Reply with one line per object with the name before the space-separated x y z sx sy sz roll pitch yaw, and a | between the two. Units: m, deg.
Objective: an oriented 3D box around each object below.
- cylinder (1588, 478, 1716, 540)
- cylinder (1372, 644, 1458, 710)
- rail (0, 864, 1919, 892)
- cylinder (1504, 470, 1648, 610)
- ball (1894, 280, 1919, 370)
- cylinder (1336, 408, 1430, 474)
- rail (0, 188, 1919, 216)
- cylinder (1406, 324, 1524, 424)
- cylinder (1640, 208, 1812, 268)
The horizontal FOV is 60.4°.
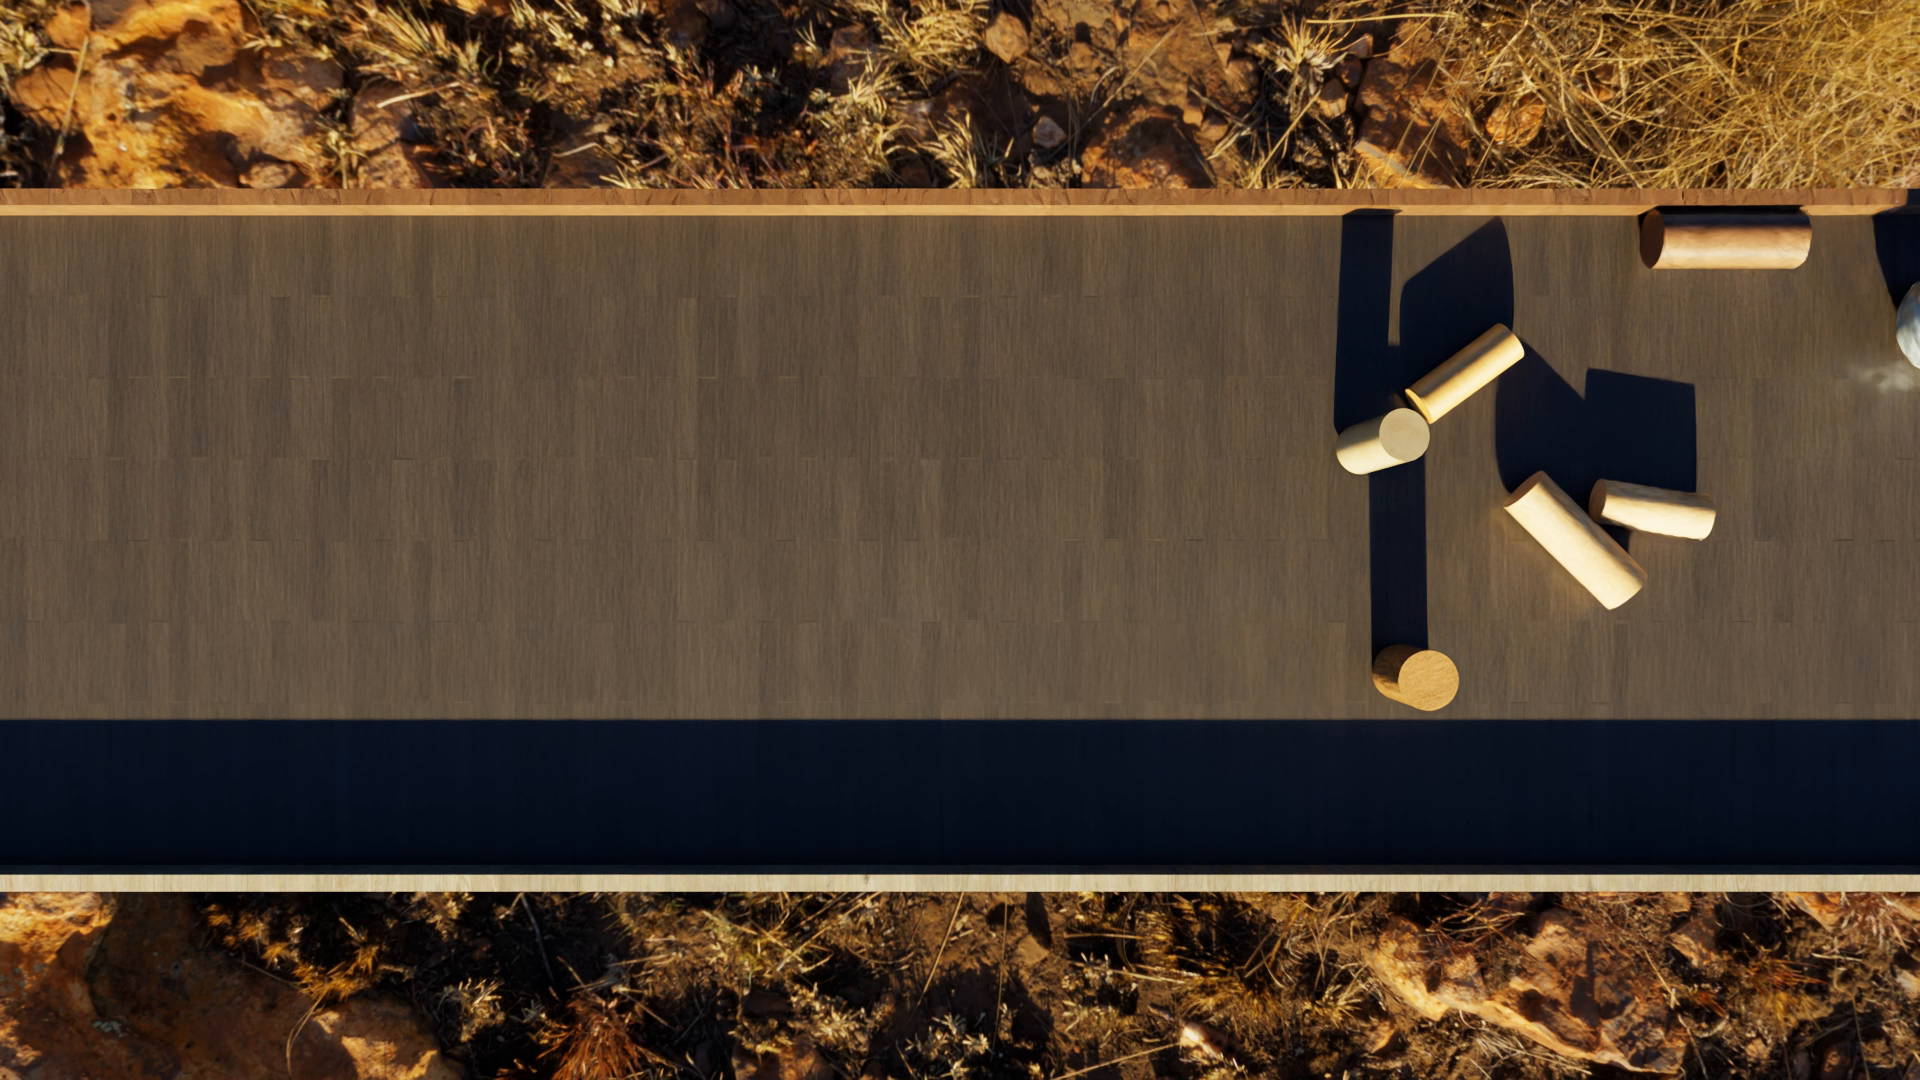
cylinder | 2.099 -0.093 5.009 0.330 0.135 0.135 9 90 0
cylinder | 1.355 0.406 4.923 0.174 0.308 0.174 0 90 0
rail | -2.247 1.025 5.001 12.000 0.150 0.050 0 90 0
cylinder | 1.864 0.000 4.998 0.438 0.158 0.158 45 90 0
ball | 2.979 -0.648 4.902 0.348 0.348 0.348 0 90 0
cylinder | 1.255 -0.291 4.912 0.156 0.303 0.156 1 85 -11
rail | -2.247 -1.025 5.002 12.000 0.150 0.050 0 90 0
cylinder | 1.532 -0.506 5.012 0.341 0.129 0.129 -36 90 0
cylinder | 2.311 -0.912 4.988 0.438 0.176 0.176 0 90 0
